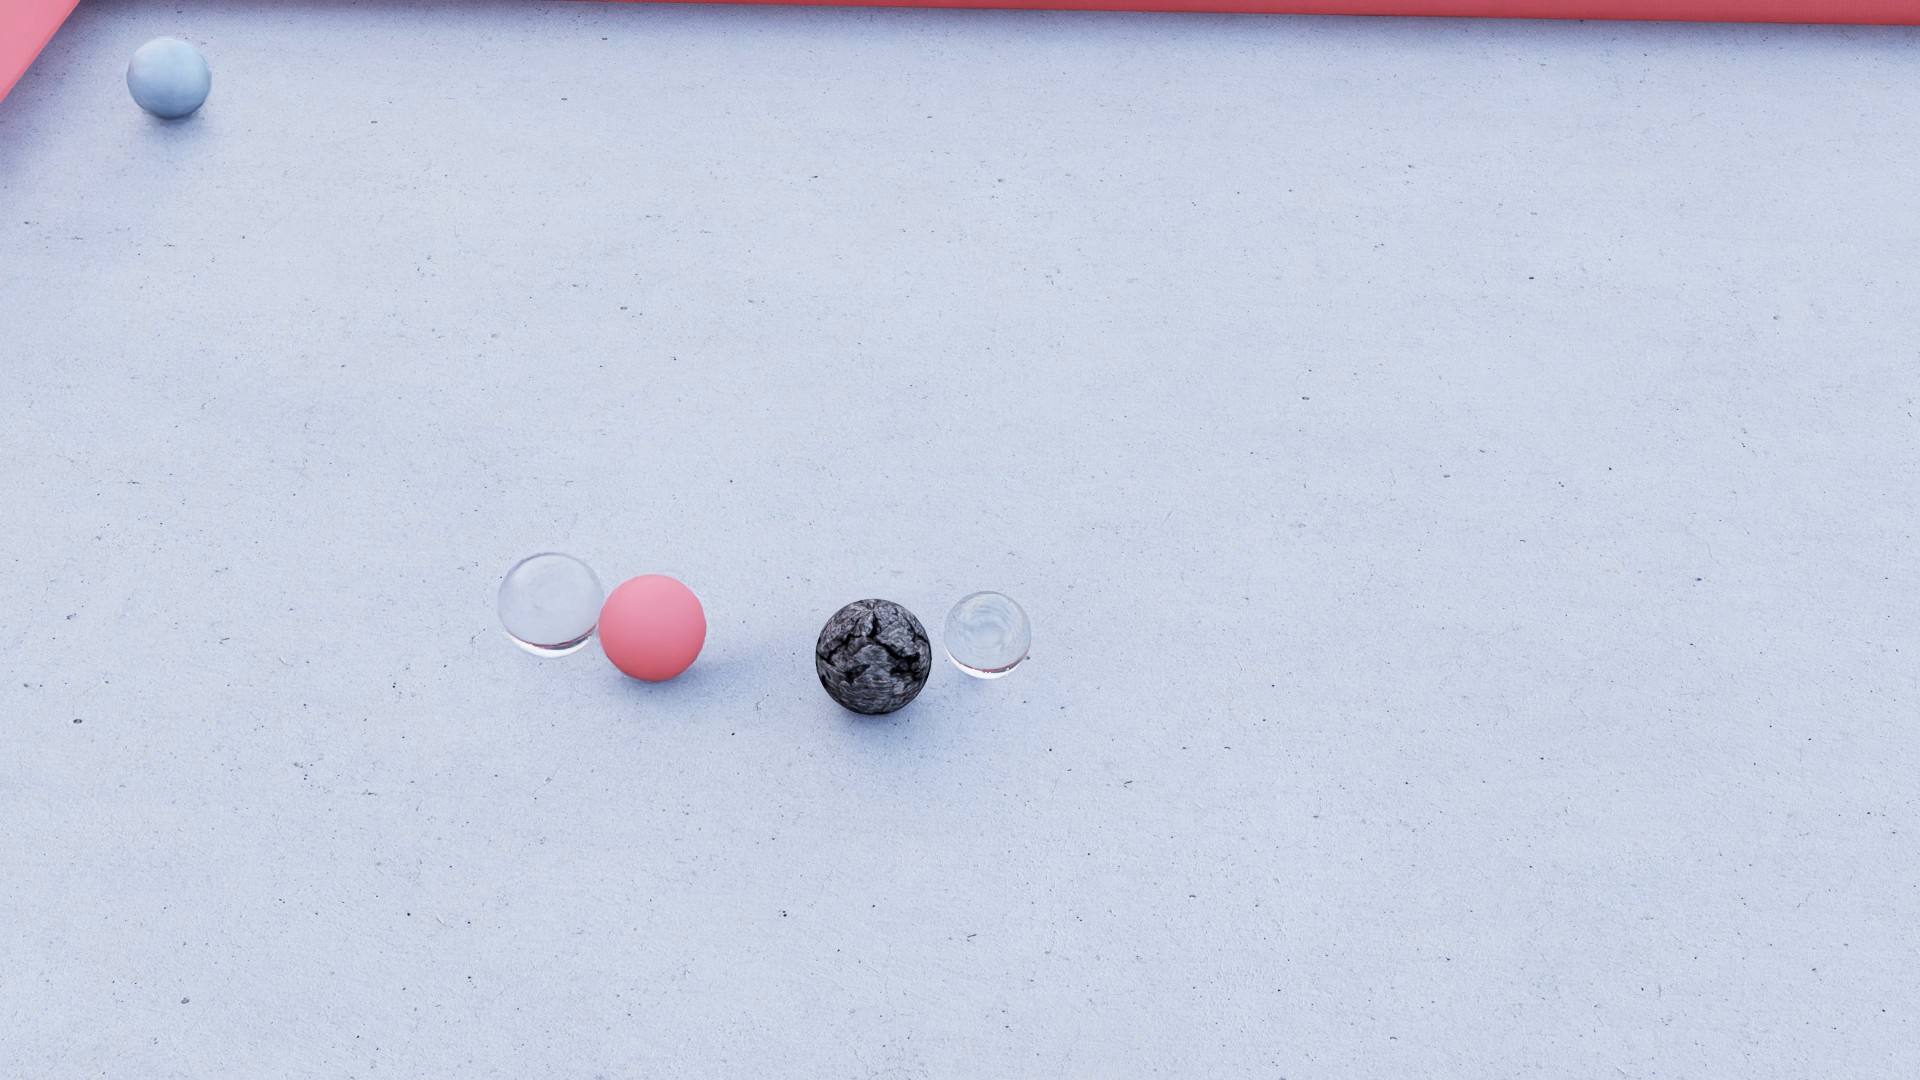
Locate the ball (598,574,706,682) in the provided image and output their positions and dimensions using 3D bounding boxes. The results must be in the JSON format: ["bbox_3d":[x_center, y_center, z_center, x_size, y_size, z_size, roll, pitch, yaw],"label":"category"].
[{"bbox_3d":[-0.195,0.056,1.627,0.068,0.068,0.068,0,36,0],"label":"ball"}]

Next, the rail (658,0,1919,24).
[{"bbox_3d":[0.936,-0.516,2.394,3.589,0.095,0.045,1,36,2],"label":"rail"}]

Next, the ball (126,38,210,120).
[{"bbox_3d":[-0.699,-0.407,2.266,0.071,0.071,0.071,0,36,0],"label":"ball"}]

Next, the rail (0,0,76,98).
[{"bbox_3d":[-0.873,-0.035,1.728,0.045,0.095,1.847,1,36,2],"label":"rail"}]

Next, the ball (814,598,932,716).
[{"bbox_3d":[-0.054,0.073,1.599,0.073,0.073,0.073,0,36,0],"label":"ball"}]

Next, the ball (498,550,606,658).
[{"bbox_3d":[-0.262,0.041,1.646,0.069,0.069,0.069,0,36,0],"label":"ball"}]

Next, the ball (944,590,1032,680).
[{"bbox_3d":[0.017,0.060,1.630,0.056,0.056,0.056,0,36,0],"label":"ball"}]
